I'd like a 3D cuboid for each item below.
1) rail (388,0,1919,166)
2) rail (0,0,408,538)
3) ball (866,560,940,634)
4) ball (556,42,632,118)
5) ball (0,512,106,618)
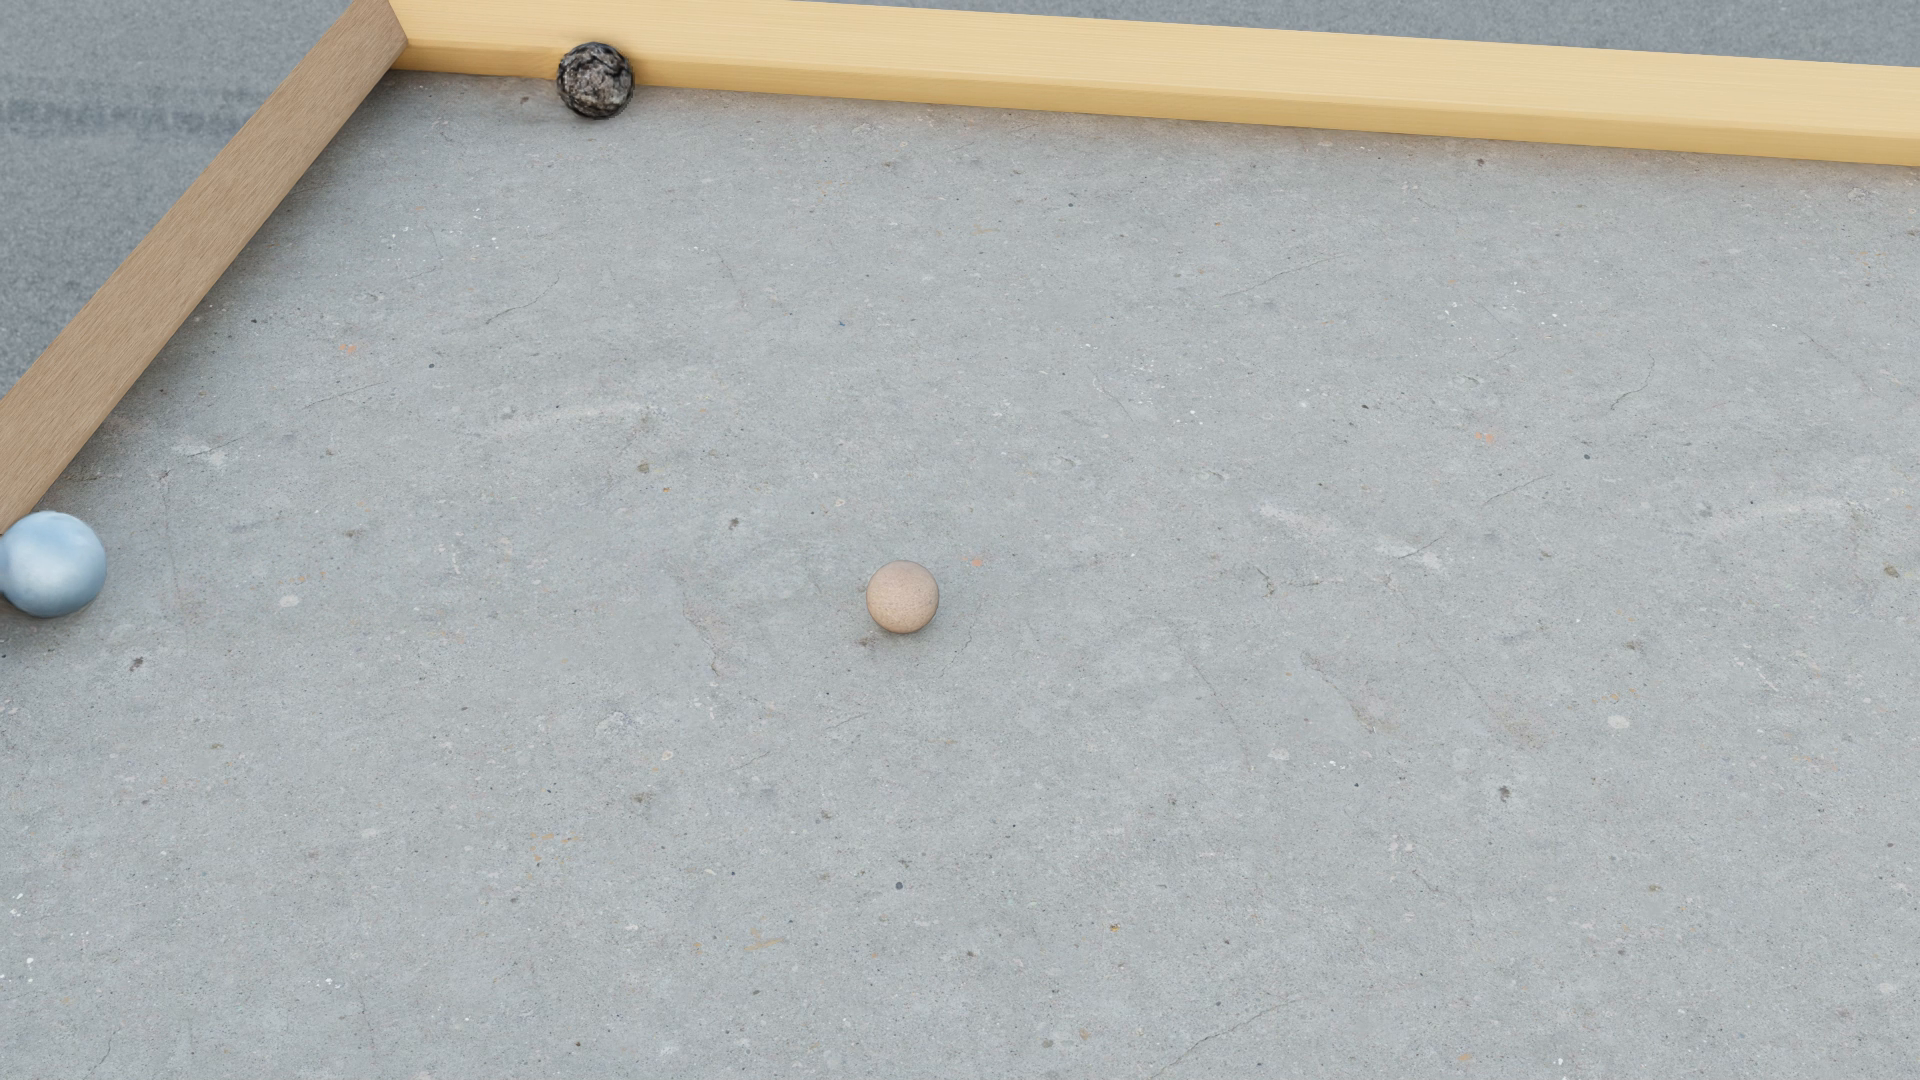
[{"bbox_3d":[0.875,-0.416,2.553,3.037,0.104,0.045,5,35,7],"label":"rail"},{"bbox_3d":[-0.727,-0.078,2.058,0.045,0.104,1.712,5,35,7],"label":"rail"},{"bbox_3d":[-0.043,0.043,1.927,0.056,0.056,0.056,0,34,0],"label":"ball"},{"bbox_3d":[-0.380,-0.478,2.667,0.078,0.078,0.078,0,34,0],"label":"ball"},{"bbox_3d":[-0.688,0.019,1.940,0.080,0.080,0.080,0,34,0],"label":"ball"}]
